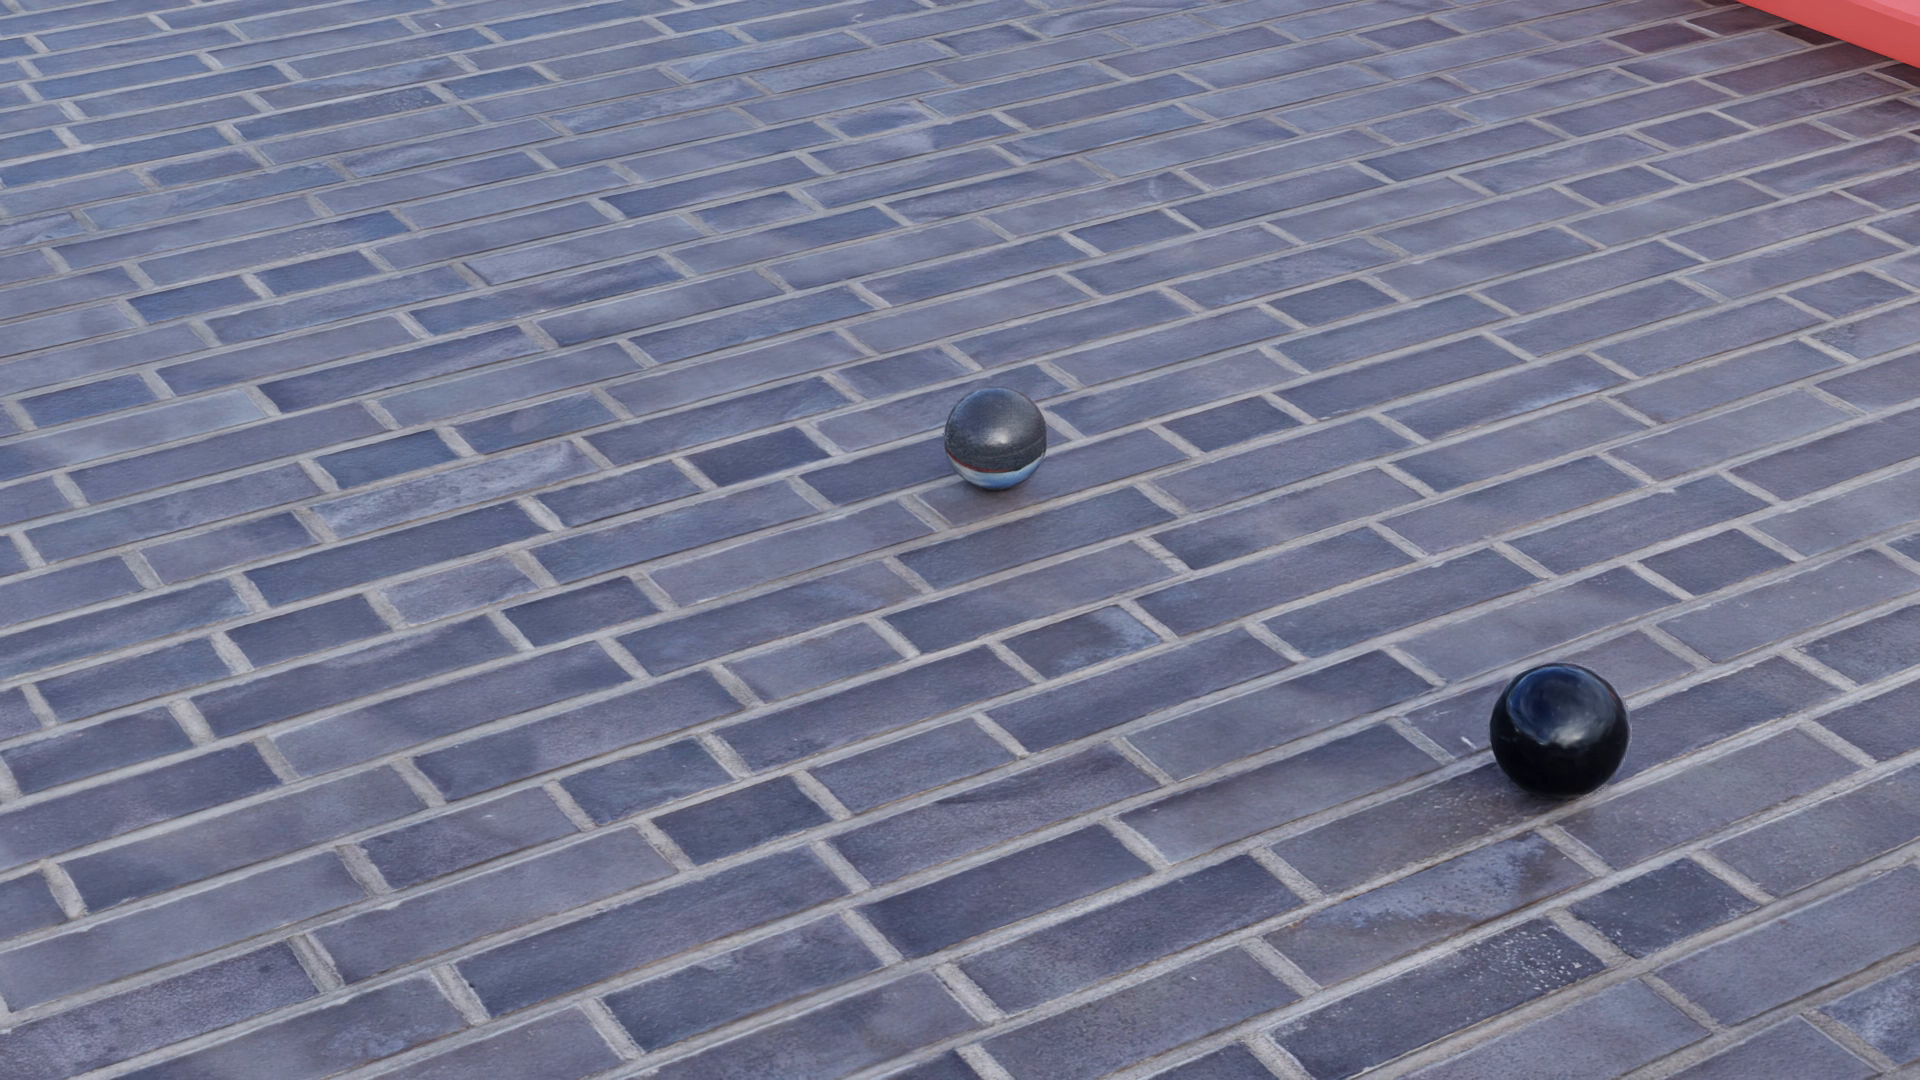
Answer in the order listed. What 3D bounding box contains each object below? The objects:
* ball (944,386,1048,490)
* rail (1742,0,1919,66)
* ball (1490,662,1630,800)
[{"bbox_3d":[0.024,-0.069,1.999,0.071,0.071,0.071,0,28,0],"label":"ball"},{"bbox_3d":[0.503,-0.786,3.272,0.045,0.119,4.433,-16,32,-28],"label":"rail"},{"bbox_3d":[0.339,0.108,1.664,0.078,0.078,0.078,0,28,0],"label":"ball"}]
